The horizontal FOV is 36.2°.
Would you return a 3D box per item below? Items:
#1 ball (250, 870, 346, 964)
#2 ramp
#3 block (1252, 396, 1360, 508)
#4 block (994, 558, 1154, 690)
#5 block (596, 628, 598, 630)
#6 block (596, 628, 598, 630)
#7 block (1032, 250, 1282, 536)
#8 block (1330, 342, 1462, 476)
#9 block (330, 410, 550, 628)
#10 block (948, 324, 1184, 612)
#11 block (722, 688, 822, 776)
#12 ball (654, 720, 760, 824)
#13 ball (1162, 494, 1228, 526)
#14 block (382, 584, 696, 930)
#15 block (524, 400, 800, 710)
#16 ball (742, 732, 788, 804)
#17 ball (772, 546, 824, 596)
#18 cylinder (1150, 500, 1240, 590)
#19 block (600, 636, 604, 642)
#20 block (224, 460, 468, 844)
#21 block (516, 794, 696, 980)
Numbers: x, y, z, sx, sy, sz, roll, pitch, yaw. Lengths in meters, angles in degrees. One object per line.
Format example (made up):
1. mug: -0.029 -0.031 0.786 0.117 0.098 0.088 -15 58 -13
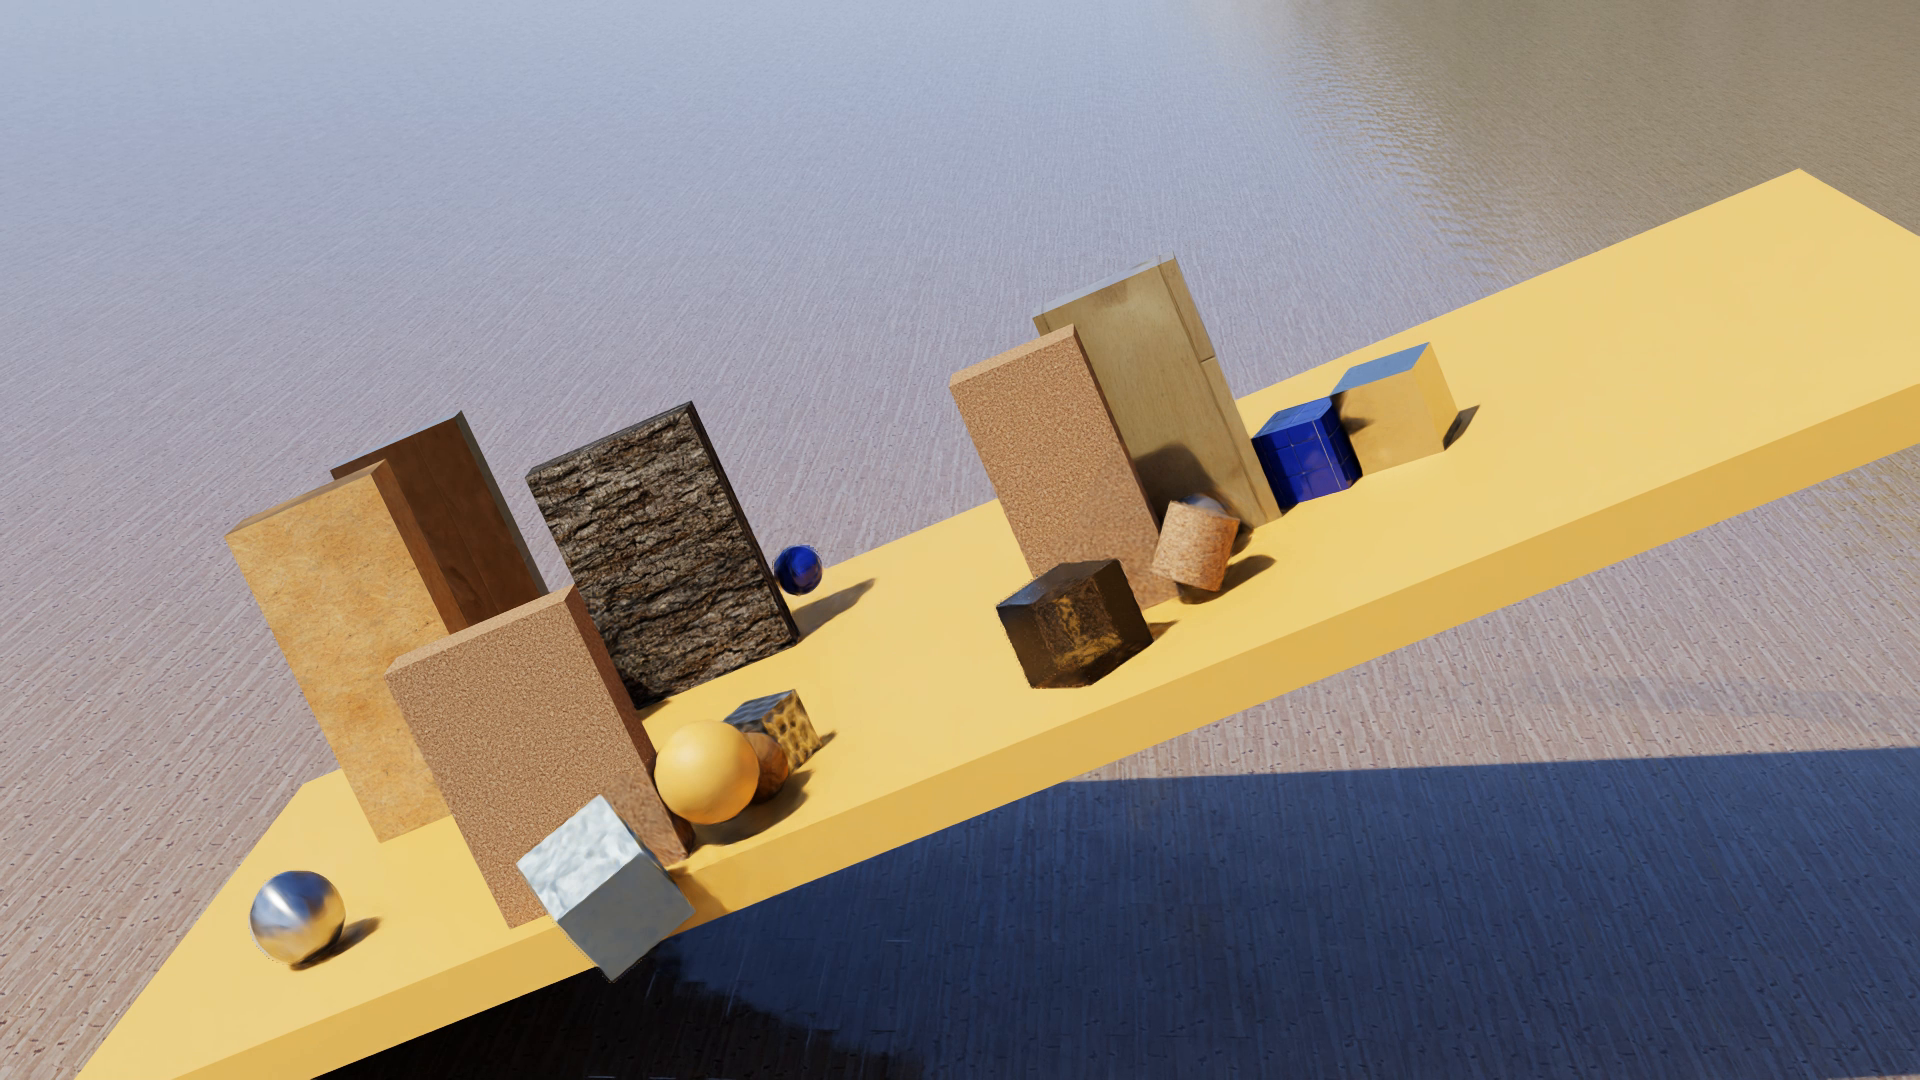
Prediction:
1. ball: -1.329 0.755 5.904 0.187 0.187 0.187 0 15 0
2. ramp: 0.130 0.171 6.286 4.000 0.100 2.000 -22 13 8
3. block: 0.726 -0.186 6.060 0.159 0.159 0.159 -16 15 31
4. block: 0.215 0.159 5.536 0.178 0.178 0.178 -32 15 -33
5. block: -0.855 0.280 7.144 0.117 0.117 0.117 -29 14 -22
6. block: -0.842 0.226 7.495 0.176 0.176 0.176 -35 -29 32
7. block: 0.403 -0.259 5.991 0.307 0.577 0.107 -22 13 8
8. block: 0.895 -0.269 6.035 0.183 0.183 0.183 -18 14 27
9. block: -1.206 0.090 7.134 0.334 0.741 0.084 -22 13 8
10. block: 0.212 -0.111 5.773 0.260 0.559 0.125 -22 13 8
11. block: -0.379 0.390 5.789 0.130 0.130 0.130 -15 15 35
12. ball: -0.470 0.431 5.464 0.194 0.194 0.194 0 15 0
13. ball: 0.474 -0.021 5.883 0.139 0.139 0.139 0 15 0
14. block: -0.783 0.407 5.508 0.373 0.543 0.116 -22 13 8
15. block: -0.675 0.038 6.705 0.402 0.598 0.101 -22 13 8
16. ball: -0.397 0.435 5.614 0.139 0.139 0.139 0 15 0
17. ball: -0.374 0.071 6.792 0.116 0.116 0.116 0 15 0
18. cylinder: 0.453 0.011 5.664 0.140 0.140 0.140 15 5 -1
19. block: -0.897 0.324 6.606 0.181 0.181 0.181 -25 18 -31
20. block: -1.285 0.250 6.548 0.360 0.772 0.146 -22 13 8
21. block: -0.638 0.625 5.299 0.195 0.195 0.195 -39 40 -6
